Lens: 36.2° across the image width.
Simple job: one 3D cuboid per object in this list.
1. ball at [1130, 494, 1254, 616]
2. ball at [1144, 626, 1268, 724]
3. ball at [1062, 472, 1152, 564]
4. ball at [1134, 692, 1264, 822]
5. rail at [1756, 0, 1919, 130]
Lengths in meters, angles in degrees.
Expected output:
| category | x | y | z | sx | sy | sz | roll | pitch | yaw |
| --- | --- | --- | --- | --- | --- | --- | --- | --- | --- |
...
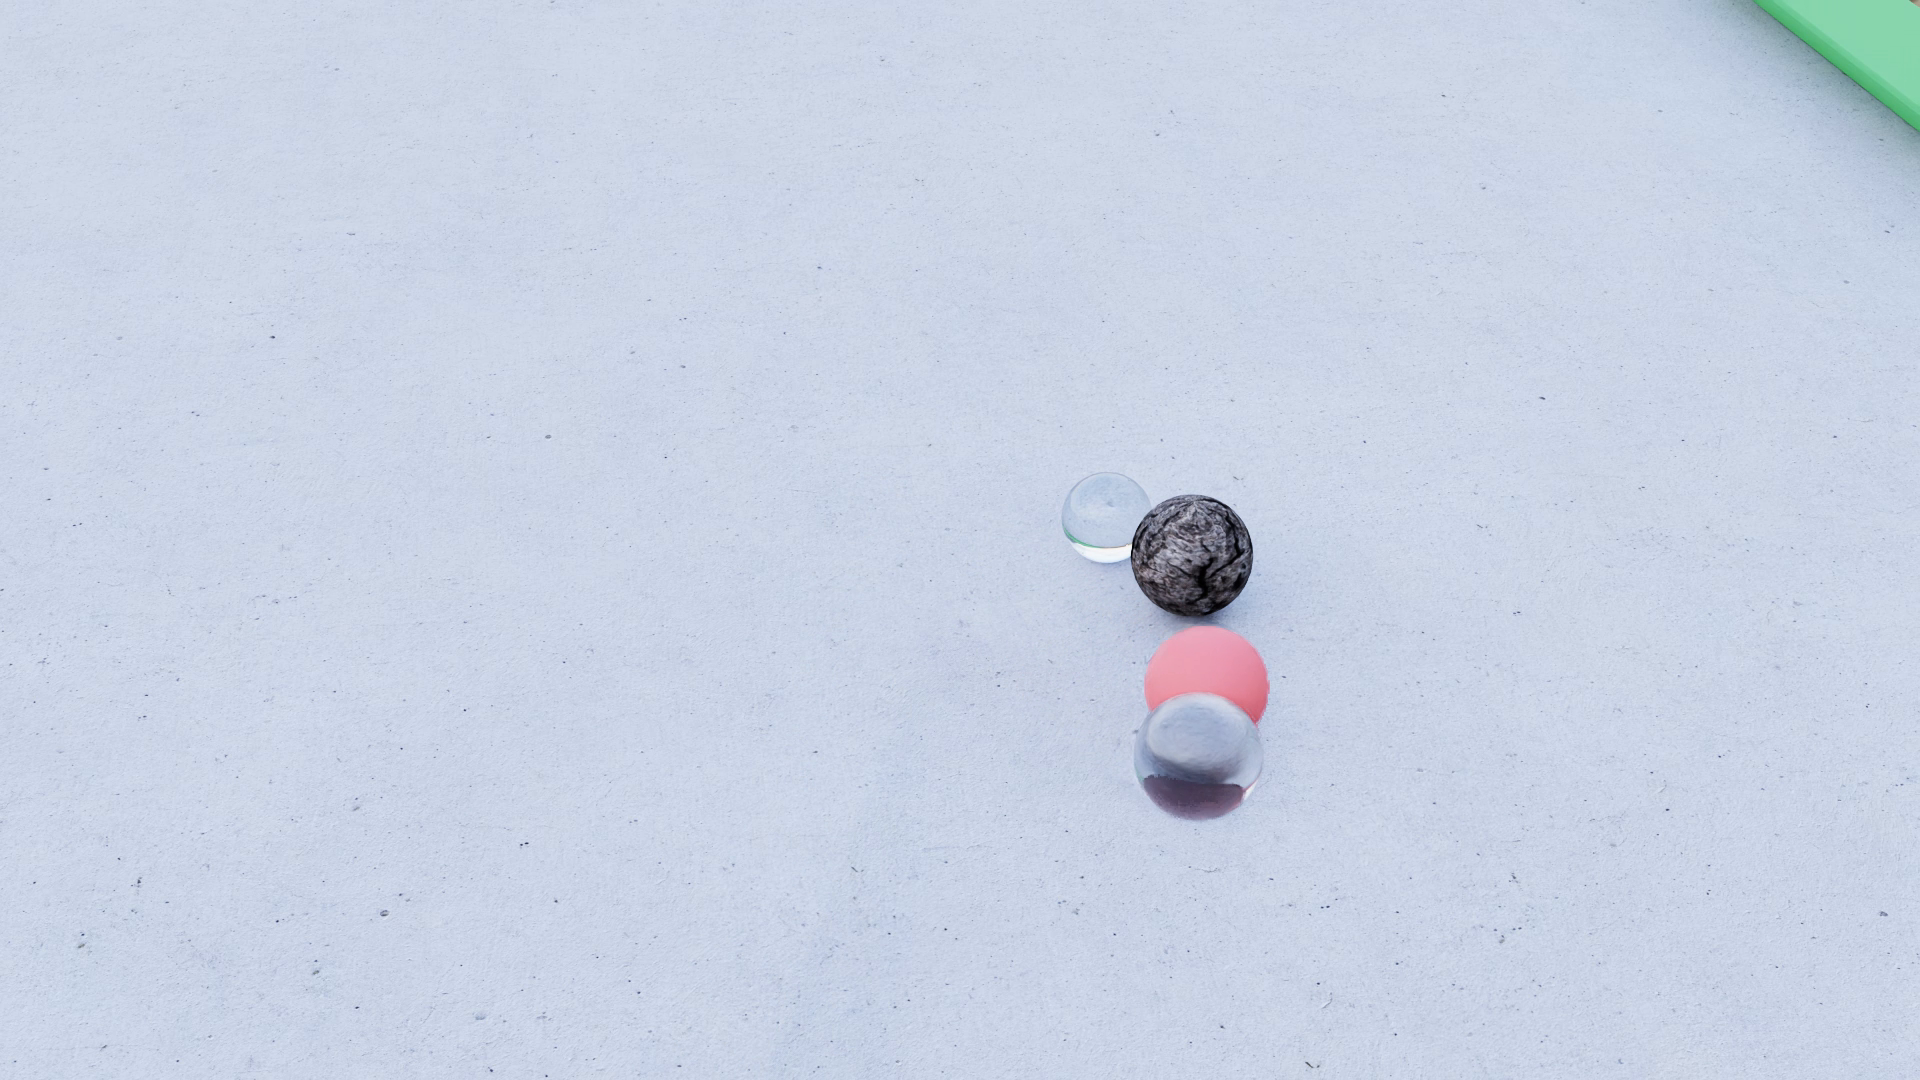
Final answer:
| category | x | y | z | sx | sy | sz | roll | pitch | yaw |
| --- | --- | --- | --- | --- | --- | --- | --- | --- | --- |
| ball | 0.138 | 0.009 | 1.747 | 0.073 | 0.073 | 0.073 | 0 | 29 | 0 |
| ball | 0.136 | 0.081 | 1.621 | 0.068 | 0.068 | 0.068 | 0 | 29 | 0 |
| ball | 0.090 | -0.014 | 1.806 | 0.056 | 0.056 | 0.056 | 0 | 29 | 0 |
| ball | 0.126 | 0.115 | 1.559 | 0.069 | 0.069 | 0.069 | 0 | 29 | 0 |
| rail | 0.735 | -0.513 | 2.671 | 0.045 | 0.095 | 3.589 | -5 | 29 | -9 |
